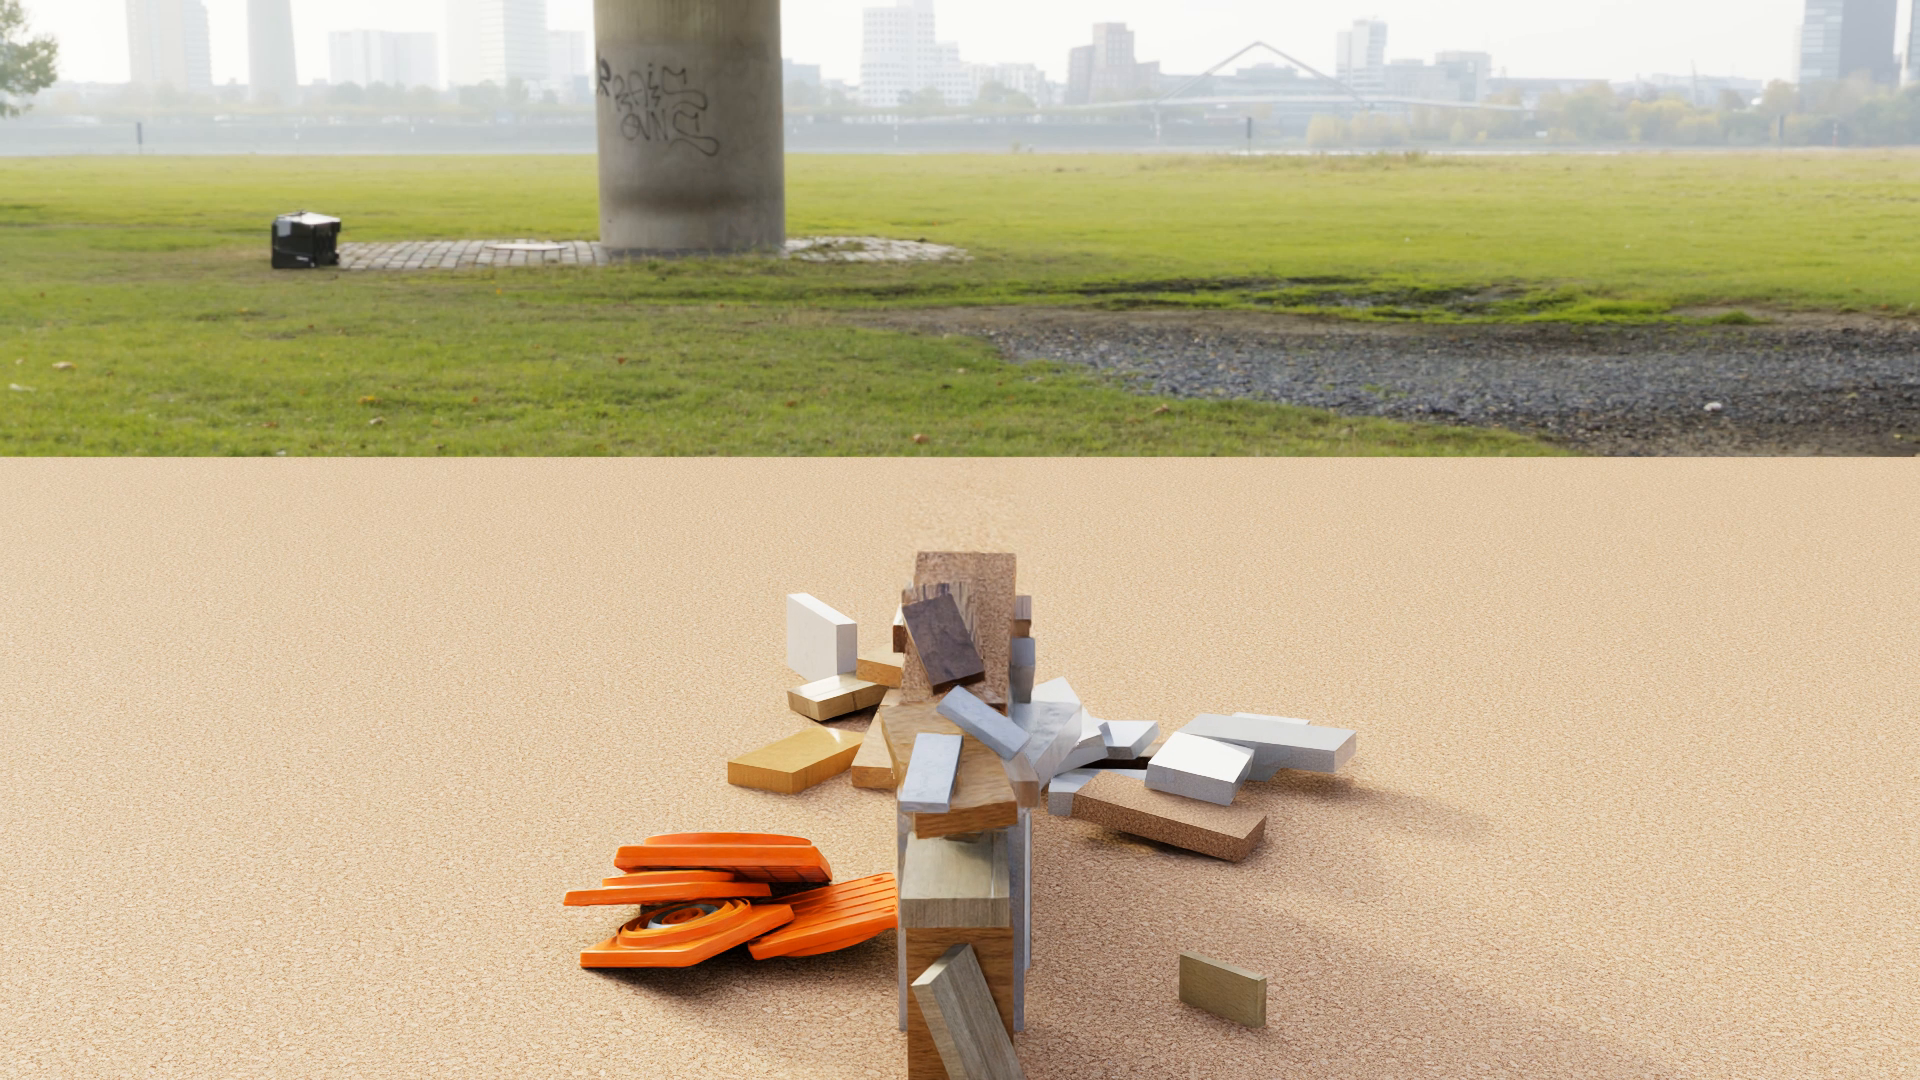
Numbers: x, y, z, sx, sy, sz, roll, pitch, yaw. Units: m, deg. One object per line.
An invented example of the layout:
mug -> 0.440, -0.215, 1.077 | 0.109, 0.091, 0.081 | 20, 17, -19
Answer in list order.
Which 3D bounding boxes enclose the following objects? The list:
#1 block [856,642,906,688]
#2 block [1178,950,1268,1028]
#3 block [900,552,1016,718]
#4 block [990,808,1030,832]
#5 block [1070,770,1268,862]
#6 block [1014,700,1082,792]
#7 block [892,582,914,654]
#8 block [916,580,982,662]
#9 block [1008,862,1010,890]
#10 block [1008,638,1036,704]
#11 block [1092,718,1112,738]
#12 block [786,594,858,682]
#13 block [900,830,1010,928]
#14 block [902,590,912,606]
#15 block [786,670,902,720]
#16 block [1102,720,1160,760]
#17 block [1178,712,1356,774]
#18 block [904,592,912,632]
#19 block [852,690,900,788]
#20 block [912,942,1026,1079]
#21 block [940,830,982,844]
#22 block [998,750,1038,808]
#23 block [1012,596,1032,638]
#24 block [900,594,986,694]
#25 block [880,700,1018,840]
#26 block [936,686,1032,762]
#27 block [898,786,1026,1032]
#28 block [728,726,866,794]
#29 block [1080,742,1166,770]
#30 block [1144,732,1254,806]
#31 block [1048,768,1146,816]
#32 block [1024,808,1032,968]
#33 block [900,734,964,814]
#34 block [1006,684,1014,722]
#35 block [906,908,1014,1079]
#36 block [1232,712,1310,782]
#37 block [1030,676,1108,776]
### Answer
block -> -0.065, 0.247, 4.680 | 0.163, 0.046, 0.326 | 10, 17, 27
block -> 0.378, 0.647, 3.167 | 0.020, 0.072, 0.144 | -10, 15, -43
block -> 0.000, 0.129, 3.007 | 0.139, 0.039, 0.278 | 1, 45, 5
block -> 0.037, 0.350, 2.889 | 0.076, 0.022, 0.153 | 9, 8, 18
block -> 0.375, 0.493, 3.944 | 0.316, 0.045, 0.158 | 13, 15, 21
block -> 0.054, 0.297, 3.158 | 0.176, 0.050, 0.353 | 3, 11, 14
block -> -0.018, 0.134, 3.888 | 0.175, 0.049, 0.365 | 0, 11, 3
block -> -0.015, 0.118, 2.975 | 0.072, 0.020, 0.144 | -7, 46, -3
block -> 0.001, 0.576, 2.999 | 0.135, 0.271, 0.038 | 0, 11, 1
block -> 0.035, 0.191, 3.167 | 0.139, 0.039, 0.278 | 0, -15, 0
block -> 0.187, 0.409, 4.342 | 0.207, 0.029, 0.103 | -29, 20, -30
block -> -0.319, 0.243, 5.061 | 0.049, 0.175, 0.349 | -4, 11, -22
block -> -0.004, 0.441, 2.879 | 0.135, 0.038, 0.271 | 0, 11, 1
block -> -0.017, 0.105, 3.615 | 0.153, 0.043, 0.313 | 0, -2, 0
block -> -0.210, 0.324, 4.842 | 0.305, 0.043, 0.153 | -15, 13, -27
block -> 0.285, 0.398, 4.380 | 0.207, 0.029, 0.103 | -4, 22, 39
block -> 0.603, 0.398, 4.329 | 0.319, 0.045, 0.160 | 5, 12, 25
block -> -0.001, 0.150, 3.471 | 0.151, 0.043, 0.302 | -2, -20, 3
block -> -0.099, 0.396, 4.392 | 0.163, 0.046, 0.326 | 2, 24, 11
block -> 0.013, 0.620, 2.754 | 0.029, 0.202, 0.101 | -15, 12, 35
block -> -0.016, 0.374, 2.907 | 0.057, 0.016, 0.114 | 39, 7, 24
block -> 0.022, 0.301, 2.909 | 0.124, 0.035, 0.248 | -2, 11, -7
block -> 0.020, 0.224, 3.366 | 0.139, 0.039, 0.465 | 2, -34, -3
block -> -0.023, 0.138, 2.928 | 0.072, 0.020, 0.144 | -15, 48, -10
block -> -0.017, 0.281, 2.750 | 0.124, 0.035, 0.248 | -7, 28, -9
block -> 0.030, 0.230, 2.763 | 0.114, 0.016, 0.057 | 34, 27, 10
block -> 0.002, 0.518, 3.082 | 0.176, 0.353, 0.050 | 0, 16, 0
block -> -0.310, 0.436, 4.380 | 0.153, 0.043, 0.305 | 6, 12, 30
block -> 0.352, 0.435, 4.424 | 0.214, 0.029, 0.103 | 1, 11, 6
block -> 0.452, 0.426, 4.124 | 0.158, 0.045, 0.316 | 12, 8, 13
block -> 0.328, 0.478, 4.151 | 0.316, 0.045, 0.158 | 1, 11, 5
block -> 0.018, 0.474, 3.320 | 0.176, 0.353, 0.050 | 1, 16, 4
block -> -0.034, 0.285, 2.689 | 0.057, 0.016, 0.148 | 1, 28, 7
block -> 0.010, 0.243, 3.020 | 0.124, 0.035, 0.248 | 0, 10, 2
block -> 0.001, 0.609, 2.823 | 0.135, 0.271, 0.038 | -1, 10, 0
block -> 0.592, 0.418, 4.471 | 0.160, 0.045, 0.319 | 5, 11, 24
block -> 0.165, 0.373, 4.339 | 0.175, 0.049, 0.349 | -19, 17, -4
